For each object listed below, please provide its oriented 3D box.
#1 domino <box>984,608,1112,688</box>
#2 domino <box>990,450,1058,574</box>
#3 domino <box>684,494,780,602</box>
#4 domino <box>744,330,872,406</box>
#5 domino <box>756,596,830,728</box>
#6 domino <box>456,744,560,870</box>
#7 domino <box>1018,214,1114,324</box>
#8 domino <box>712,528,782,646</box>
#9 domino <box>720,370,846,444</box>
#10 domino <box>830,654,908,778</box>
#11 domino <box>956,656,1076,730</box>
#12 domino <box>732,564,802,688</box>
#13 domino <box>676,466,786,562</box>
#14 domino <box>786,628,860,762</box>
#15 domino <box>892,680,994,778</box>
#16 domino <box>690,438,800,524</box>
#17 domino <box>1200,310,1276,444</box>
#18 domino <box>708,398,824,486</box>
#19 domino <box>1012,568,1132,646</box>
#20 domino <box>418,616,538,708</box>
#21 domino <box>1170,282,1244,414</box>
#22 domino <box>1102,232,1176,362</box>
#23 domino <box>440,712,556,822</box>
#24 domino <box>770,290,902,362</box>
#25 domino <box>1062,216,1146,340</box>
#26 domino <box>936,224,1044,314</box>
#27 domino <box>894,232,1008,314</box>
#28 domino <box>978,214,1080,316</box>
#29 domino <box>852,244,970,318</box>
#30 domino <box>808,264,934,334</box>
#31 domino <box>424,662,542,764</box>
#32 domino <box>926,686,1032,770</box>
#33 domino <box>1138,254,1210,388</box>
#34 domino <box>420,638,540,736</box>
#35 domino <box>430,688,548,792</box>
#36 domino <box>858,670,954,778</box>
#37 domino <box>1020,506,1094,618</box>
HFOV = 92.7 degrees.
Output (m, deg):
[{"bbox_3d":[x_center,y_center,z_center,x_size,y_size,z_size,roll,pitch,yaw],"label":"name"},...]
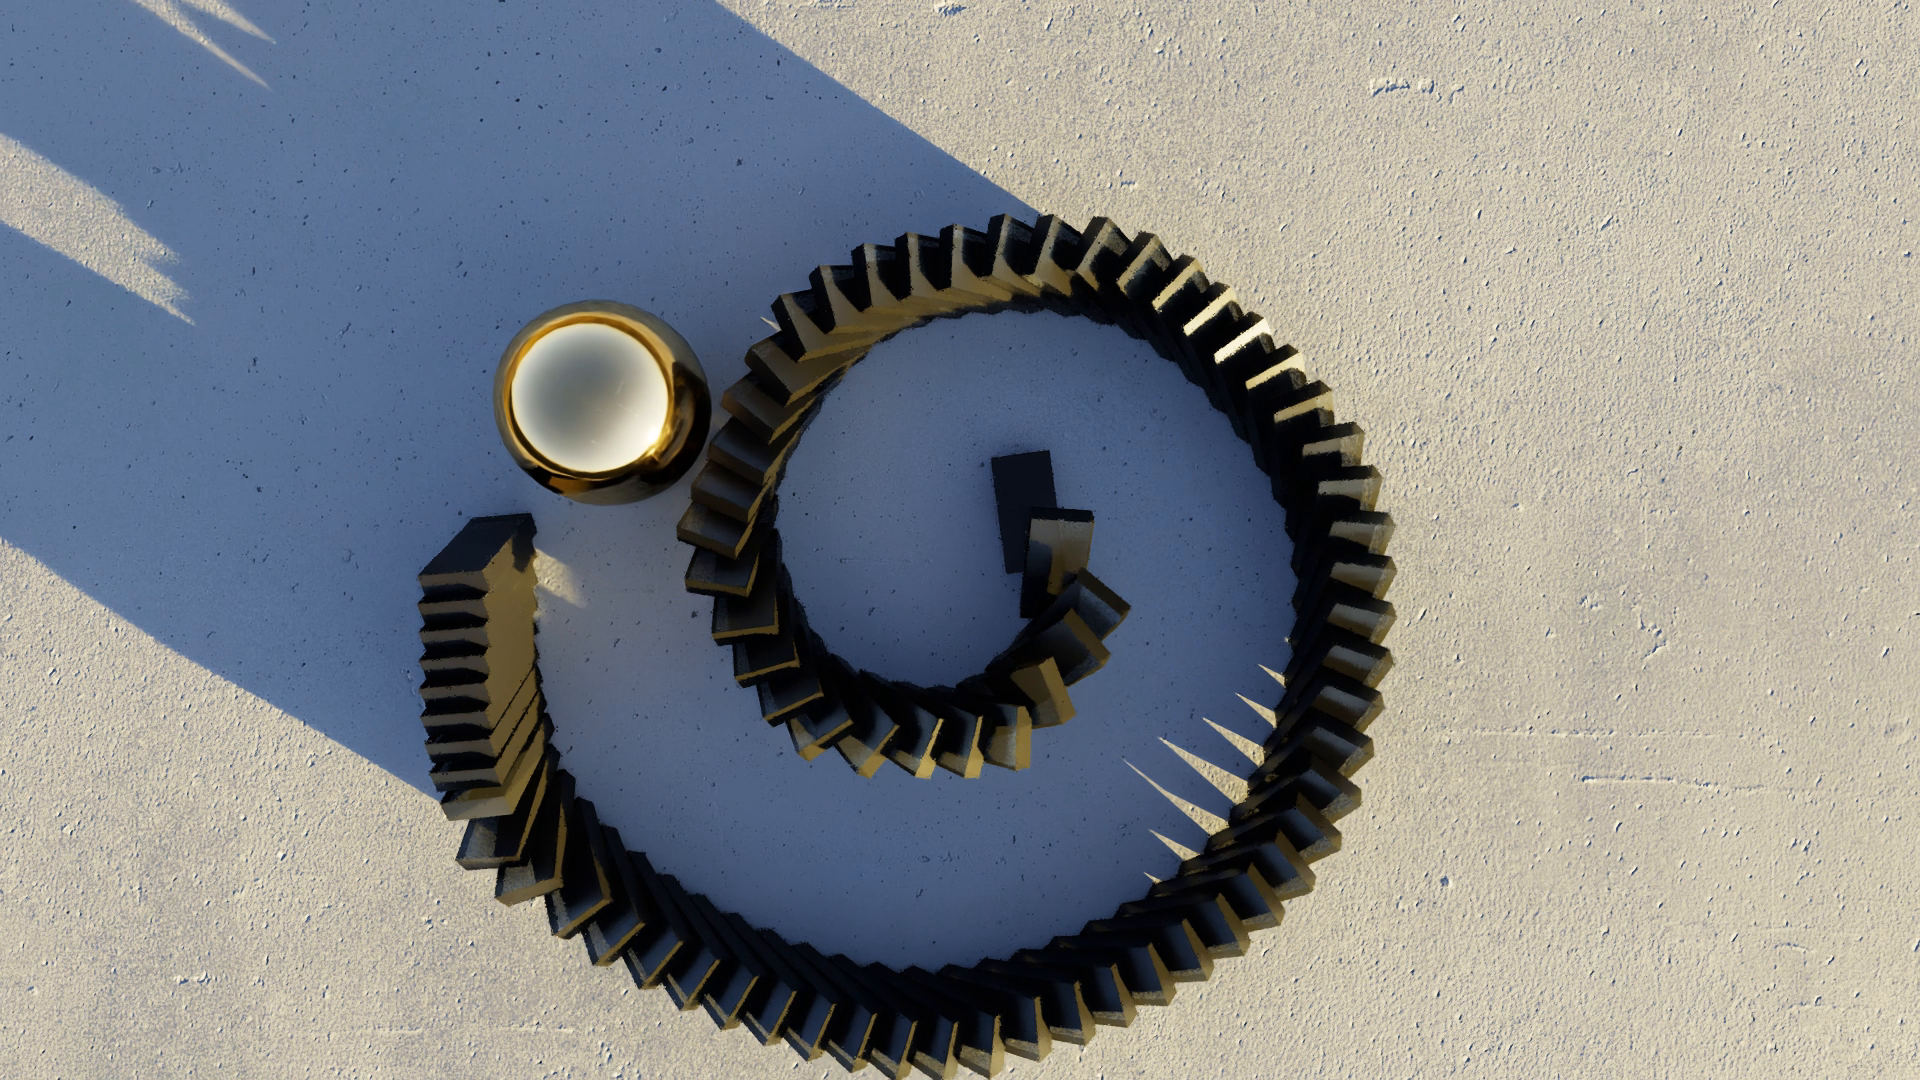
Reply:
[{"bbox_3d":[0.036,0.051,0.380,0.025,0.009,0.050,50,130,-1],"label":"domino"},{"bbox_3d":[0.029,-0.012,0.395,0.025,0.010,0.050,-8,90,0],"label":"domino"},{"bbox_3d":[-0.094,0.001,0.381,0.025,0.010,0.050,9,51,0],"label":"domino"},{"bbox_3d":[-0.062,-0.078,0.380,0.025,0.009,0.050,48,50,0],"label":"domino"},{"bbox_3d":[-0.073,0.050,0.380,0.025,0.010,0.050,-24,51,1],"label":"domino"},{"bbox_3d":[-0.186,0.109,0.379,0.025,0.009,0.050,-5,47,3],"label":"domino"},{"bbox_3d":[0.049,-0.111,0.381,0.050,0.010,0.025,19,90,-39],"label":"domino"},{"bbox_3d":[-0.088,0.019,0.381,0.025,0.010,0.050,-7,51,0],"label":"domino"},{"bbox_3d":[-0.072,-0.064,0.381,0.025,0.009,0.050,39,51,0],"label":"domino"},{"bbox_3d":[-0.046,0.072,0.380,0.025,0.010,0.050,-51,50,0],"label":"domino"},{"bbox_3d":[0.022,0.066,0.379,0.050,0.010,0.025,-22,90,45],"label":"domino"},{"bbox_3d":[-0.081,0.035,0.381,0.025,0.010,0.050,-16,51,0],"label":"domino"},{"bbox_3d":[-0.094,-0.017,0.381,0.025,0.009,0.050,20,52,1],"label":"domino"},{"bbox_3d":[-0.062,0.063,0.380,0.025,0.009,0.050,-33,50,1],"label":"domino"},{"bbox_3d":[-0.011,0.078,0.380,0.050,0.010,0.025,14,90,41],"label":"domino"},{"bbox_3d":[-0.088,-0.032,0.381,0.025,0.009,0.050,23,52,1],"label":"domino"},{"bbox_3d":[0.121,-0.067,0.381,0.025,0.009,0.050,-36,127,0],"label":"domino"},{"bbox_3d":[-0.080,-0.047,0.381,0.025,0.009,0.050,28,52,0],"label":"domino"},{"bbox_3d":[0.045,0.036,0.381,0.025,0.010,0.050,39,128,0],"label":"domino"},{"bbox_3d":[-0.196,0.048,0.376,0.025,0.050,0.010,-5,118,0],"label":"domino"},{"bbox_3d":[0.109,-0.079,0.381,0.025,0.009,0.050,-41,127,0],"label":"domino"},{"bbox_3d":[0.082,-0.100,0.381,0.025,0.010,0.050,-50,127,-1],"label":"domino"},{"bbox_3d":[-0.188,0.092,0.376,0.025,0.050,0.009,-7,119,0],"label":"domino"},{"bbox_3d":[-0.051,-0.092,0.381,0.050,0.010,0.025,-24,89,-39],"label":"domino"},{"bbox_3d":[0.067,-0.108,0.381,0.050,0.009,0.025,32,89,-38],"label":"domino"},{"bbox_3d":[0.014,-0.112,0.381,0.050,0.009,0.025,2,90,-37],"label":"domino"},{"bbox_3d":[-0.003,-0.110,0.381,0.050,0.010,0.025,-3,89,-38],"label":"domino"},{"bbox_3d":[0.032,-0.113,0.381,0.050,0.009,0.025,12,90,-37],"label":"domino"},{"bbox_3d":[-0.020,-0.107,0.381,0.050,0.009,0.025,-7,89,-38],"label":"domino"},{"bbox_3d":[-0.036,-0.101,0.381,0.050,0.009,0.025,-15,88,-38],"label":"domino"},{"bbox_3d":[-0.194,0.070,0.376,0.025,0.050,0.009,-5,118,0],"label":"domino"},{"bbox_3d":[0.007,0.077,0.379,0.050,0.009,0.025,3,92,42],"label":"domino"},{"bbox_3d":[0.096,-0.090,0.381,0.025,0.010,0.050,-44,127,0],"label":"domino"},{"bbox_3d":[-0.195,0.059,0.376,0.025,0.050,0.010,-5,118,0],"label":"domino"},{"bbox_3d":[-0.192,0.081,0.376,0.025,0.050,0.010,-5,119,0],"label":"domino"},{"bbox_3d":[-0.028,0.076,0.380,0.050,0.009,0.025,23,89,41],"label":"domino"},{"bbox_3d":[0.040,0.011,0.382,0.025,0.010,0.050,4,123,0],"label":"domino"}]
